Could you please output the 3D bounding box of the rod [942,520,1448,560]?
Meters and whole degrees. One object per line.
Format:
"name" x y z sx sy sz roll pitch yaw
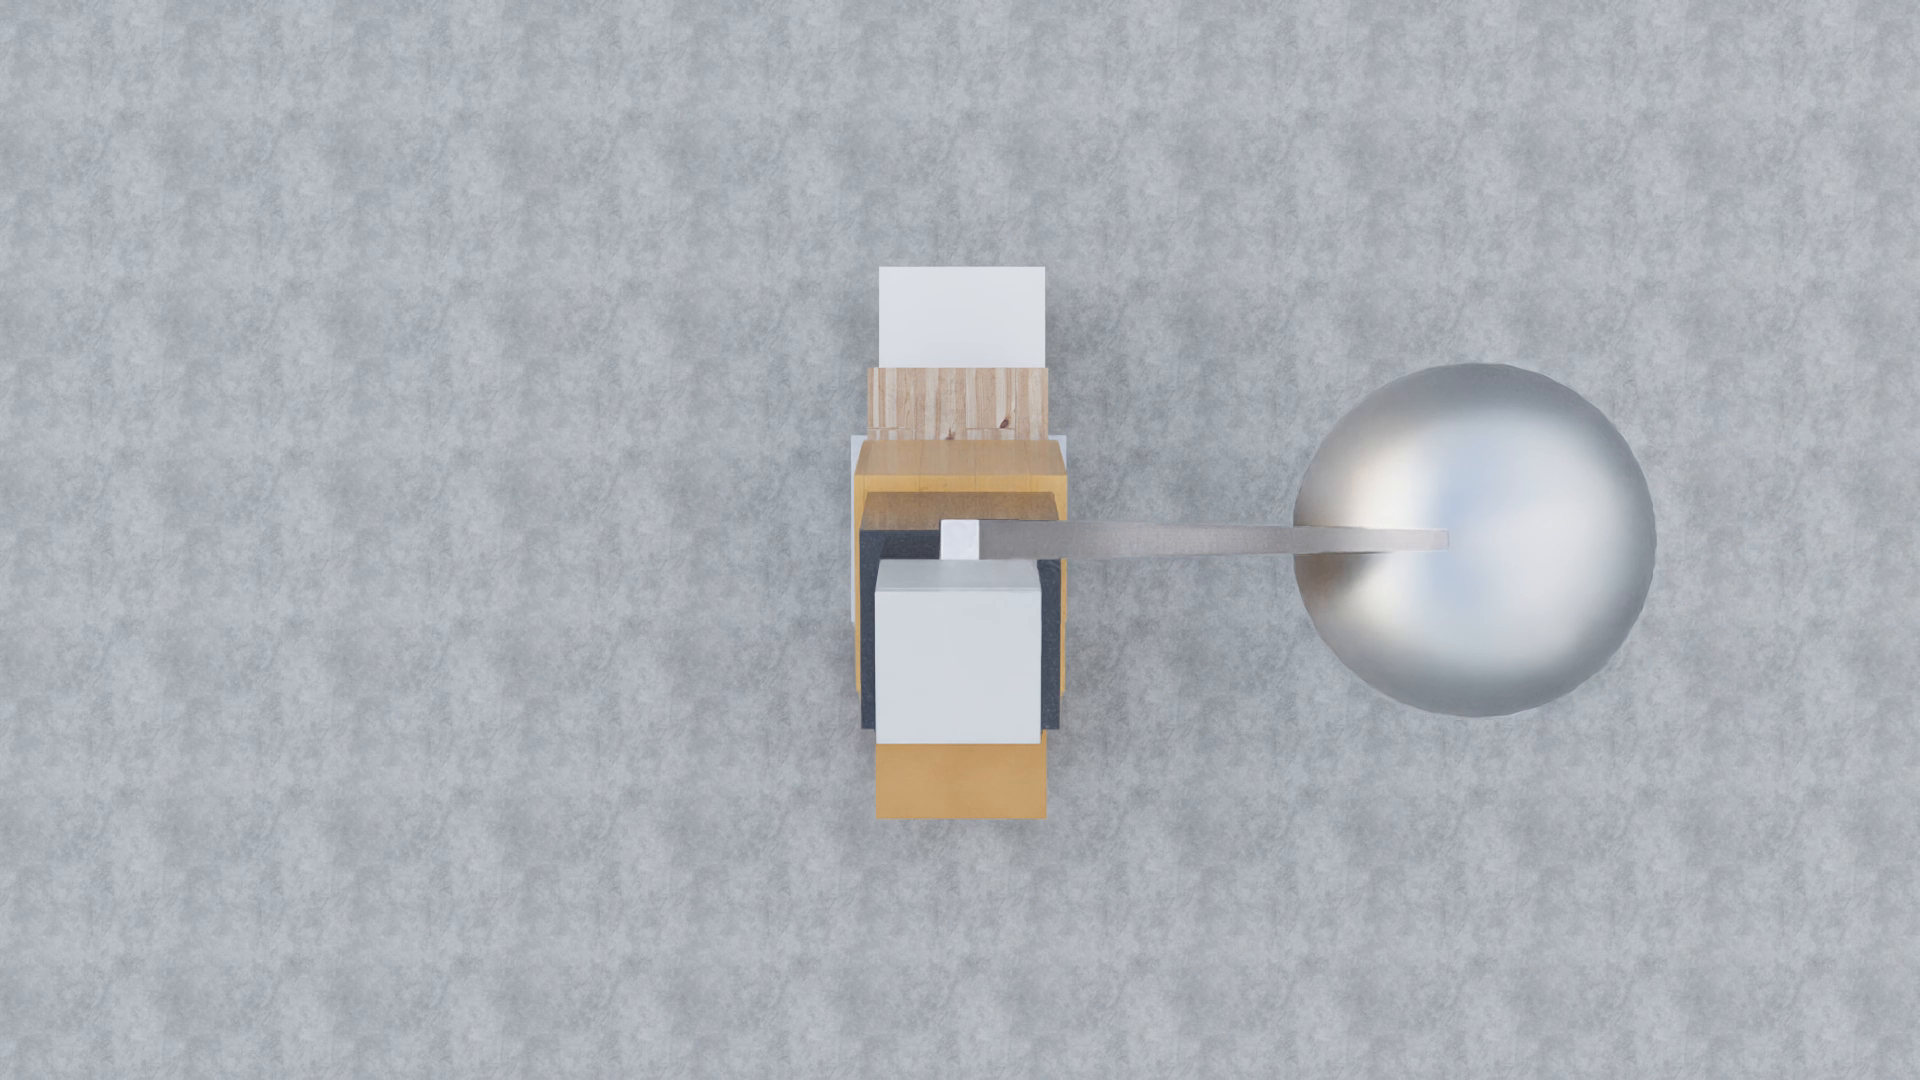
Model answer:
"rod" 0.994 0.000 6.741 0.080 5.200 0.080 0 90 22

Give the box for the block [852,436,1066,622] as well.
"block" -0.008 -0.062 12.471 1.166 1.059 1.014 0 90 0

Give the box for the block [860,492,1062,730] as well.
"block" 0.002 0.292 9.594 0.838 0.827 0.859 0 102 0

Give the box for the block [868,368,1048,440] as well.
"block" -0.010 -0.447 11.432 0.899 1.019 0.819 0 90 0

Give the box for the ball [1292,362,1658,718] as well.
"ball" 2.295 0.000 9.883 1.600 1.600 1.600 0 90 0

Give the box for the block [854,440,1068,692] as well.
"block" 0.003 0.101 10.464 0.961 0.954 1.009 0 102 0

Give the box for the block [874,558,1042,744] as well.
"block" -0.007 0.442 8.909 0.648 0.576 0.618 0 102 0

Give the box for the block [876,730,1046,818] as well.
"block" 0.006 0.979 12.426 0.921 1.147 1.048 0 90 0

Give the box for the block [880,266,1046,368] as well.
"block" 0.012 -1.041 12.543 0.912 0.914 0.924 0 90 0
